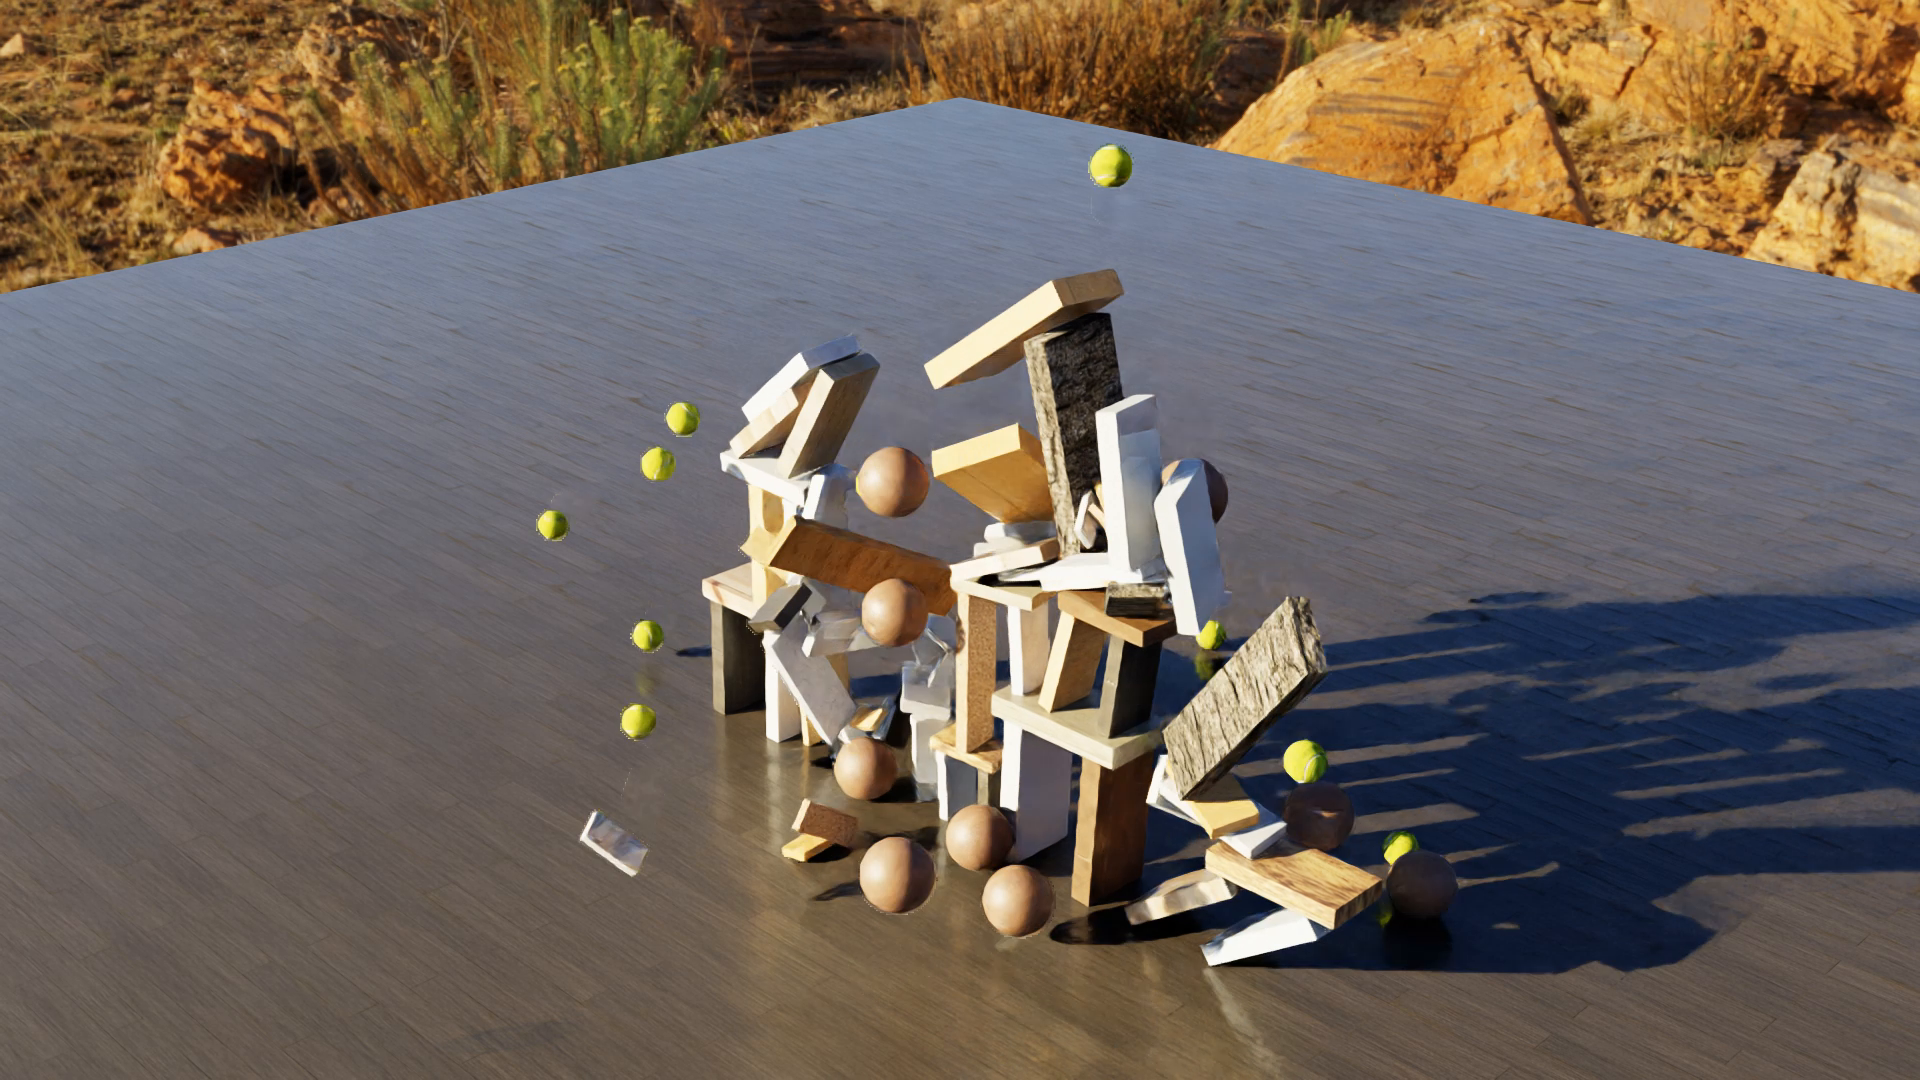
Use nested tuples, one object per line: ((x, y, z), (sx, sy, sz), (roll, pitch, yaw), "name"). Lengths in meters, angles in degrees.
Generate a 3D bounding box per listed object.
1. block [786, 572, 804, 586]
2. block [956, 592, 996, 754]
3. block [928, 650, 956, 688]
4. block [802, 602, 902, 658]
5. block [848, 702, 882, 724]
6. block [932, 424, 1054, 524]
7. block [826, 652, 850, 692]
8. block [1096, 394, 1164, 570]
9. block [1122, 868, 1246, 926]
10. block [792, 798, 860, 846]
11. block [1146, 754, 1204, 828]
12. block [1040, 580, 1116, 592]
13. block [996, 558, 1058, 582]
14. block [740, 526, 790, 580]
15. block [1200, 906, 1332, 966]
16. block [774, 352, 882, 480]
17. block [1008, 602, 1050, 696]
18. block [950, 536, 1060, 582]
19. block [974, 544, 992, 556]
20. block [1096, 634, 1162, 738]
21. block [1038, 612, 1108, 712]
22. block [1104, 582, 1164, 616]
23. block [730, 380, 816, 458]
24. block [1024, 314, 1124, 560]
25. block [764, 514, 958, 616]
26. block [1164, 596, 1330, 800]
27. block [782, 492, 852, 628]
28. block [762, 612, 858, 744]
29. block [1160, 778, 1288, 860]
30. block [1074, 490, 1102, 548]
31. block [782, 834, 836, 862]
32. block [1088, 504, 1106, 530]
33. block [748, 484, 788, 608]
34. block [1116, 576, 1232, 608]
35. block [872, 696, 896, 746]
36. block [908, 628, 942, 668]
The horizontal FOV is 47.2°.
((-0.306, 0.029, 4.282), (0.016, 0.058, 0.116), (26, 49, -18), "block")
((0.031, 0.243, 4.260), (0.026, 0.349, 0.092), (18, 30, 33), "block")
((-0.018, 0.259, 4.436), (0.062, 0.123, 0.017), (5, 54, -17), "block")
((-0.213, 0.177, 4.351), (0.187, 0.094, 0.027), (-7, 45, -33), "block")
((-0.209, 0.365, 4.597), (0.094, 0.013, 0.047), (3, 53, 46), "block")
((0.113, -0.104, 4.043), (0.175, 0.050, 0.350), (-17, -27, 25), "block")
((-0.260, 0.271, 4.597), (0.016, 0.113, 0.057), (13, 27, 41), "block")
((0.288, -0.097, 3.661), (0.038, 0.267, 0.134), (4, 18, 34), "block")
((0.438, 0.635, 4.017), (0.138, 0.039, 0.276), (-21, -5, -41), "block")
((-0.260, 0.552, 4.284), (0.017, 0.061, 0.152), (19, -6, 42), "block")
((0.430, 0.469, 4.040), (0.184, 0.092, 0.026), (25, -18, -30), "block")
((0.233, 0.068, 4.003), (0.156, 0.022, 0.078), (-5, 11, 40), "block")
((0.151, 0.053, 4.068), (0.156, 0.022, 0.078), (-4, 11, 45), "block")
((-0.367, 0.028, 4.327), (0.116, 0.058, 0.016), (34, -13, 9), "block")
((0.569, 0.687, 3.897), (0.138, 0.039, 0.276), (-21, -4, -41), "block")
((-0.265, -0.247, 4.397), (0.039, 0.274, 0.137), (45, 42, 19), "block")
((0.132, 0.193, 4.162), (0.026, 0.184, 0.092), (12, 26, 35), "block")
((0.098, 0.032, 4.076), (0.213, 0.030, 0.107), (-13, 4, 39), "block")
((0.093, 0.040, 4.379), (0.126, 0.063, 0.018), (0, -17, -5), "block")
((0.311, 0.244, 3.990), (0.111, 0.222, 0.031), (-20, 39, -39), "block")
((0.217, 0.208, 4.078), (0.111, 0.222, 0.031), (-21, 46, -40), "block")
((0.299, 0.102, 3.791), (0.094, 0.027, 0.187), (0, -11, 2), "block")
((-0.349, -0.255, 4.489), (0.137, 0.039, 0.274), (-22, -8, -39), "block")
((0.224, -0.178, 3.908), (0.050, 0.416, 0.175), (8, 26, 45), "block")
((-0.172, 0.052, 4.248), (0.417, 0.107, 0.030), (17, 31, -34), "block")
((0.472, 0.275, 3.694), (0.038, 0.524, 0.134), (-1, 62, -21), "block")
((-0.293, 0.047, 4.538), (0.137, 0.305, 0.039), (-21, 28, -41), "block")
((-0.303, 0.278, 4.470), (0.027, 0.332, 0.094), (19, 60, 36), "block")
((0.470, 0.480, 3.926), (0.092, 0.026, 0.221), (-30, 46, -30), "block")
((0.225, -0.037, 3.861), (0.014, 0.048, 0.095), (-10, 46, 30), "block")
((-0.287, 0.594, 4.327), (0.061, 0.017, 0.121), (8, 23, 39), "block")
((0.261, -0.022, 3.827), (0.014, 0.048, 0.095), (-42, 41, -1), "block")
((-0.376, -0.004, 4.628), (0.039, 0.274, 0.137), (19, 29, 37), "block")
((0.380, 0.092, 3.911), (0.187, 0.027, 0.094), (11, 8, 40), "block")
((-0.158, 0.377, 4.573), (0.013, 0.095, 0.047), (12, 22, -19), "block")
((-0.068, 0.210, 4.507), (0.062, 0.123, 0.017), (-35, 61, -14), "block")
